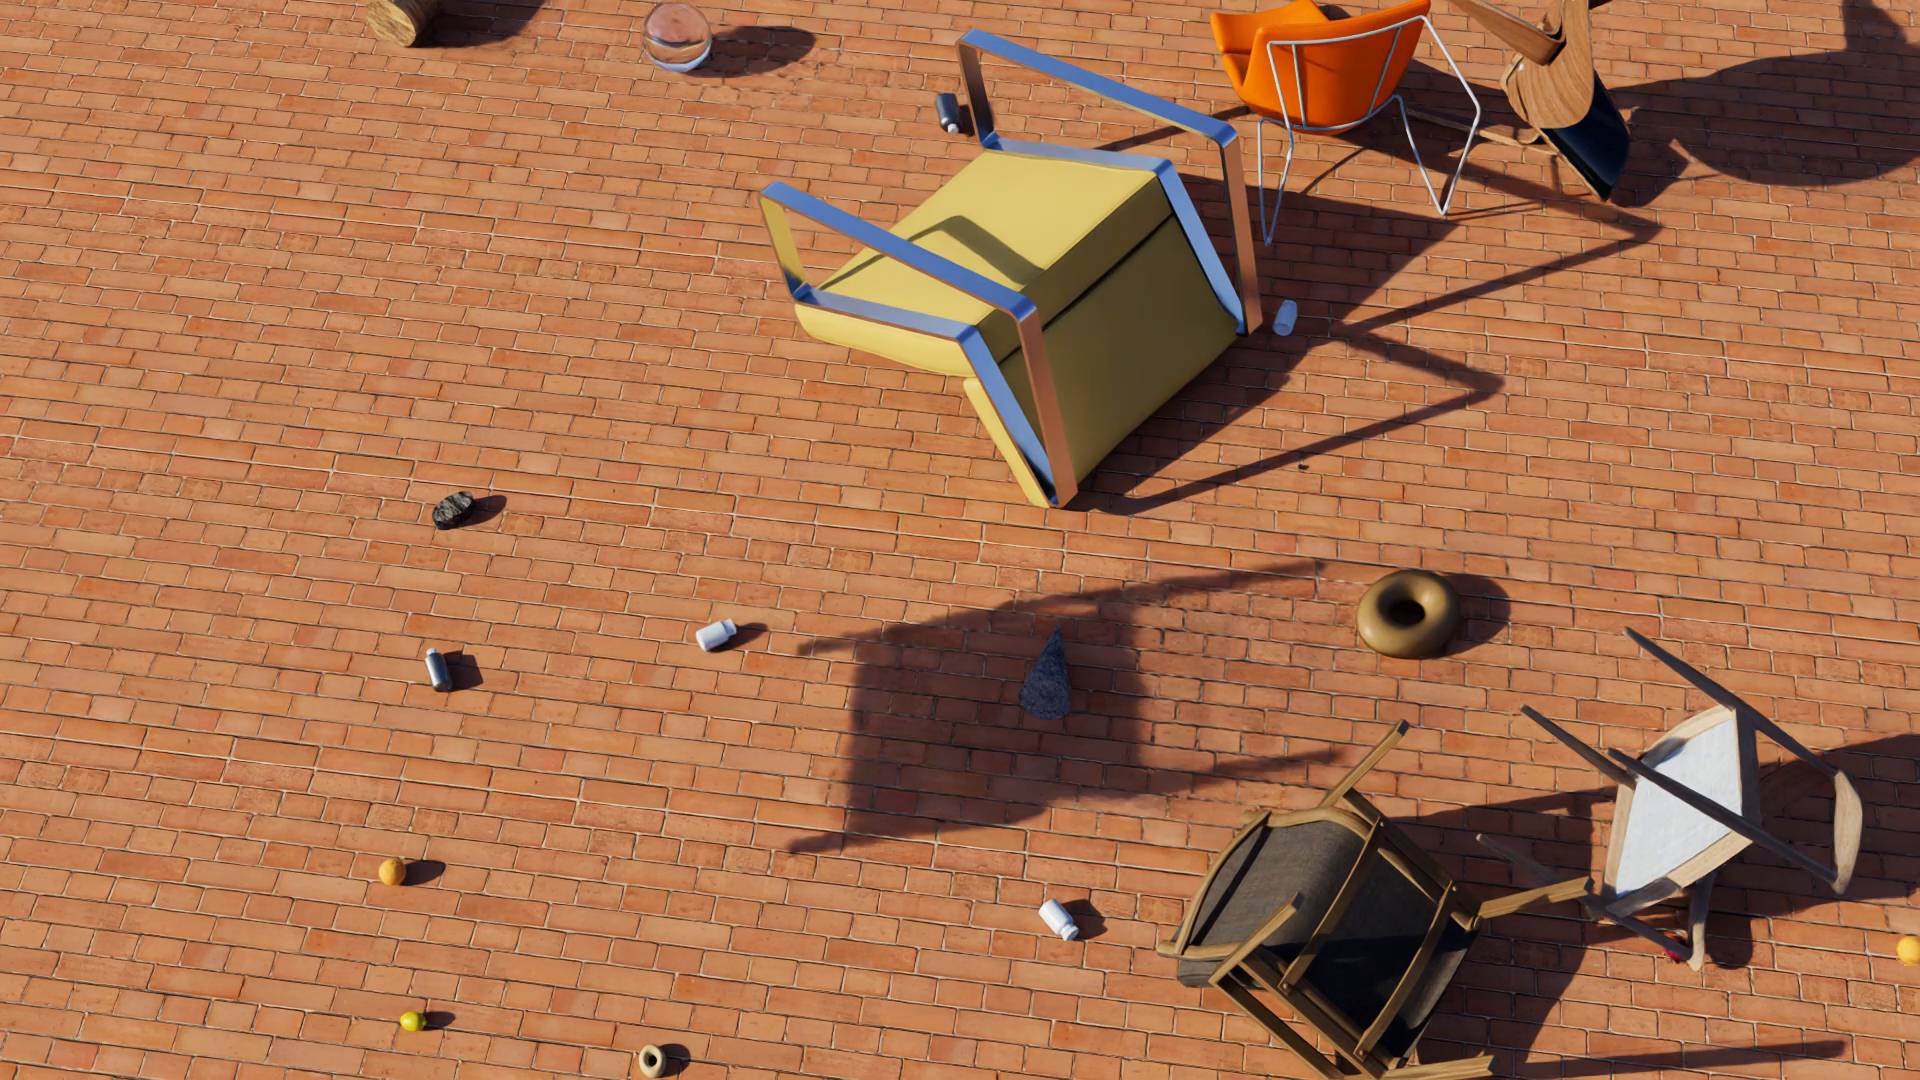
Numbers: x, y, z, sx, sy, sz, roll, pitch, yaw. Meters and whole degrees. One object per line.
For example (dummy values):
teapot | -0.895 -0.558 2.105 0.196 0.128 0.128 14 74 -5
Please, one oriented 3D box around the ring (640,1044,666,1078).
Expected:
ring | -0.790 1.339 5.652 0.069 0.039 0.090 -13 58 -6

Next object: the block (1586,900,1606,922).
block | 1.702 0.994 5.887 0.035 0.033 0.040 -16 58 -11

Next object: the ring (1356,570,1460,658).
ring | 1.297 0.213 6.363 0.320 0.115 0.264 -27 61 -16

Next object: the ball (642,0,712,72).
ball | -0.978 -1.738 7.594 0.243 0.243 0.243 0 56 0

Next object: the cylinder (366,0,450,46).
cylinder | -1.928 -1.892 7.712 0.197 0.224 0.249 34 59 -8

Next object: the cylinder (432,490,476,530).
cylinder | -1.519 -0.088 6.602 0.139 0.052 0.076 -37 64 -22

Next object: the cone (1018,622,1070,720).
cone | 0.264 0.342 6.297 0.146 0.161 0.326 -3 41 15
